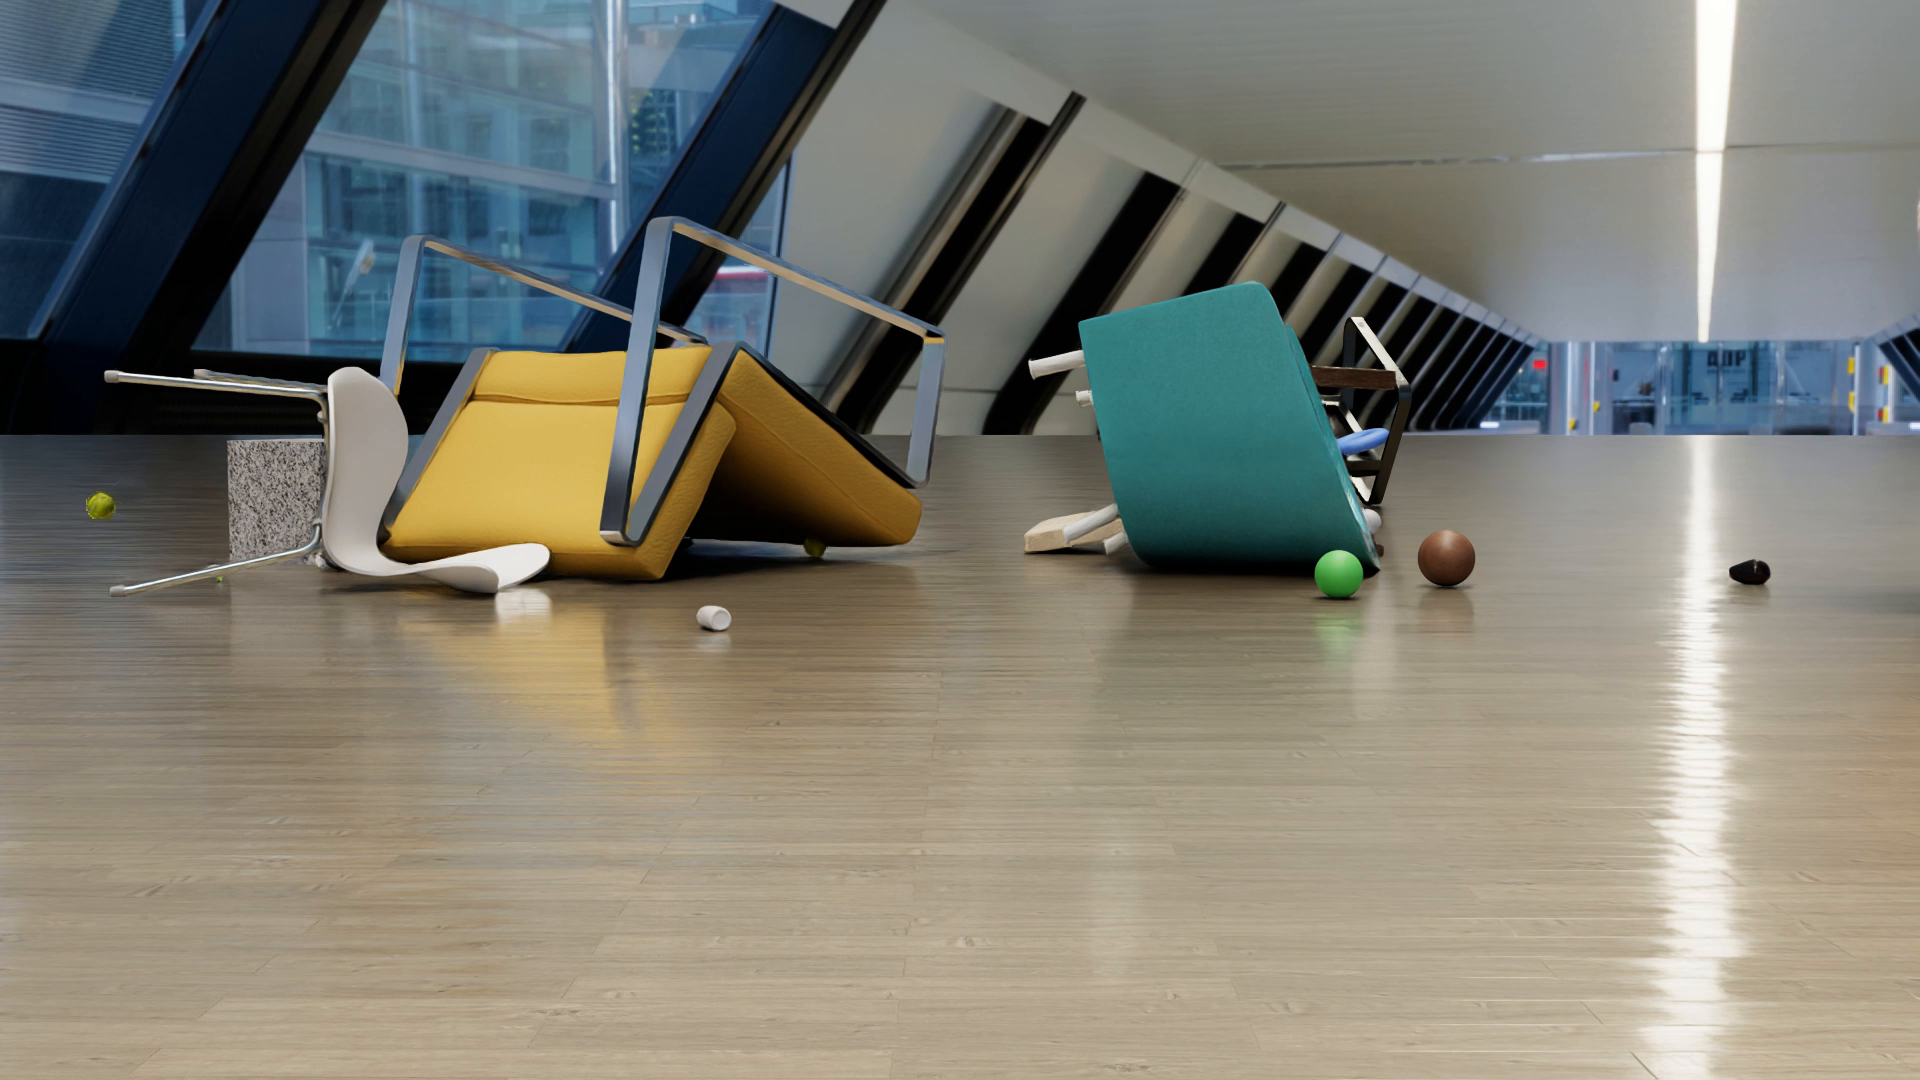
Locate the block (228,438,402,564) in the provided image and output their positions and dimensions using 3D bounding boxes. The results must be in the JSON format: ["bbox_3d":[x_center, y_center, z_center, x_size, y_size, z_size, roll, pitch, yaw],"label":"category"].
[{"bbox_3d":[-1.703,-0.107,5.815,0.311,0.314,0.310,2,4,26],"label":"block"}]

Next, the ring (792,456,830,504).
[{"bbox_3d":[-0.588,-0.235,8.658,0.155,0.190,0.128,17,23,0],"label":"ring"}]

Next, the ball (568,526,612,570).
[{"bbox_3d":[-0.917,0.021,5.443,0.109,0.109,0.109,0,4,0],"label":"ball"}]

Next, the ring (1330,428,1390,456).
[{"bbox_3d":[1.513,-0.371,8.320,0.234,0.055,0.217,-17,8,2],"label":"ring"}]

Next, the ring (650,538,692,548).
[{"bbox_3d":[-0.815,0.009,6.205,0.130,0.029,0.102,-1,1,-38],"label":"ring"}]

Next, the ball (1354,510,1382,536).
[{"bbox_3d":[1.243,-0.053,6.711,0.082,0.082,0.082,0,4,0],"label":"ball"}]

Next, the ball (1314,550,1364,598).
[{"bbox_3d":[0.813,0.074,4.719,0.104,0.104,0.104,0,4,0],"label":"ball"}]

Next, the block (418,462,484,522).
[{"bbox_3d":[-1.742,-0.165,7.534,0.157,0.195,0.215,-2,5,-31],"label":"block"}]
